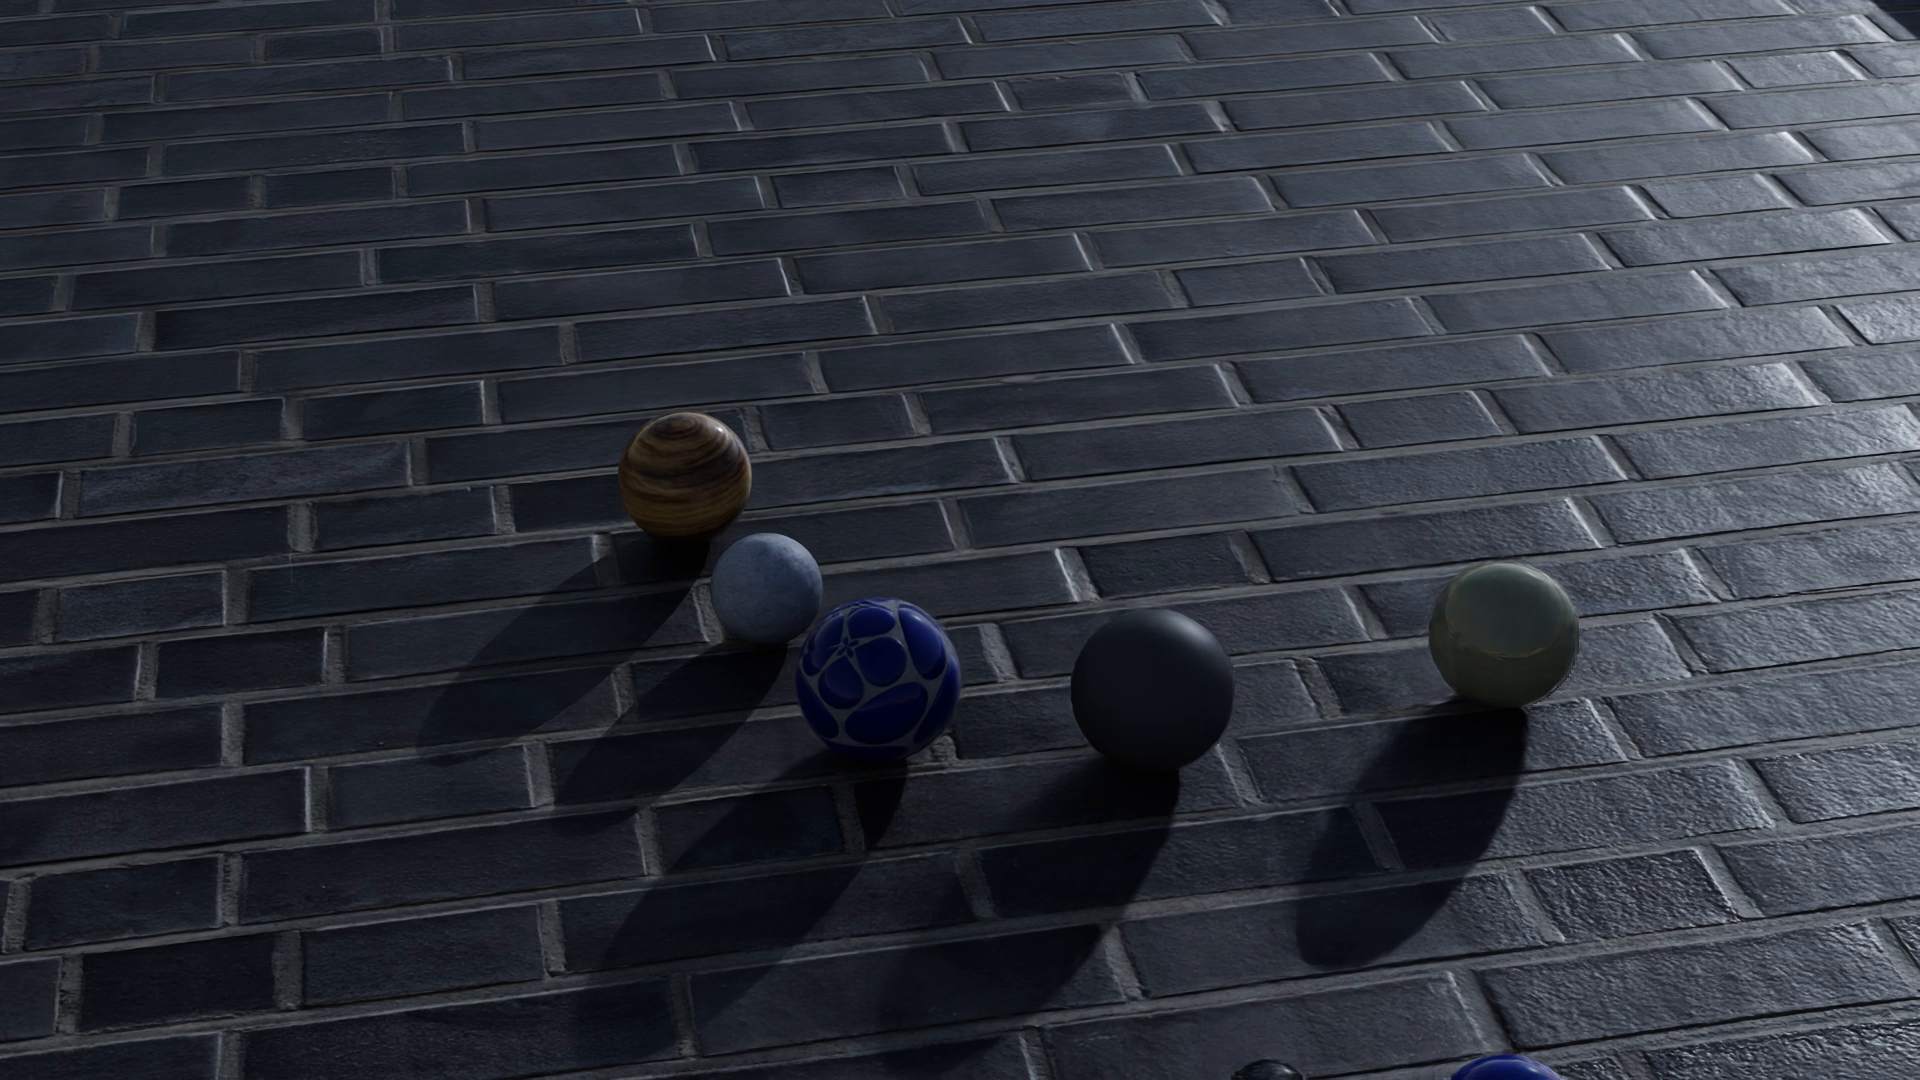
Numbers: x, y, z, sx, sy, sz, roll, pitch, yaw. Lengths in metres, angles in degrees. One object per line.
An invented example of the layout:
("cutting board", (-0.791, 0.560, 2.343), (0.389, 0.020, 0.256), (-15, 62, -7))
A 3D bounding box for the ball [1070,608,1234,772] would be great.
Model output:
("ball", (0.097, 0.076, 1.484), (0.083, 0.083, 0.083), (0, 32, 0))

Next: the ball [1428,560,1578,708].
("ball", (0.283, 0.049, 1.533), (0.077, 0.077, 0.077), (0, 32, 0))

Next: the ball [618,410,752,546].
("ball", (-0.156, -0.035, 1.670), (0.076, 0.076, 0.076), (0, 32, 0))

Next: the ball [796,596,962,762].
("ball", (-0.041, 0.071, 1.491), (0.084, 0.084, 0.084), (0, 32, 0))

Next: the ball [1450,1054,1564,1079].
("ball", (0.228, 0.246, 1.226), (0.064, 0.064, 0.064), (0, 32, 0))

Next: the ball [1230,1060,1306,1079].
("ball", (0.132, 0.242, 1.255), (0.040, 0.040, 0.040), (0, 32, 0))

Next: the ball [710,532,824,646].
("ball", (-0.104, 0.027, 1.584), (0.061, 0.061, 0.061), (0, 32, 0))
